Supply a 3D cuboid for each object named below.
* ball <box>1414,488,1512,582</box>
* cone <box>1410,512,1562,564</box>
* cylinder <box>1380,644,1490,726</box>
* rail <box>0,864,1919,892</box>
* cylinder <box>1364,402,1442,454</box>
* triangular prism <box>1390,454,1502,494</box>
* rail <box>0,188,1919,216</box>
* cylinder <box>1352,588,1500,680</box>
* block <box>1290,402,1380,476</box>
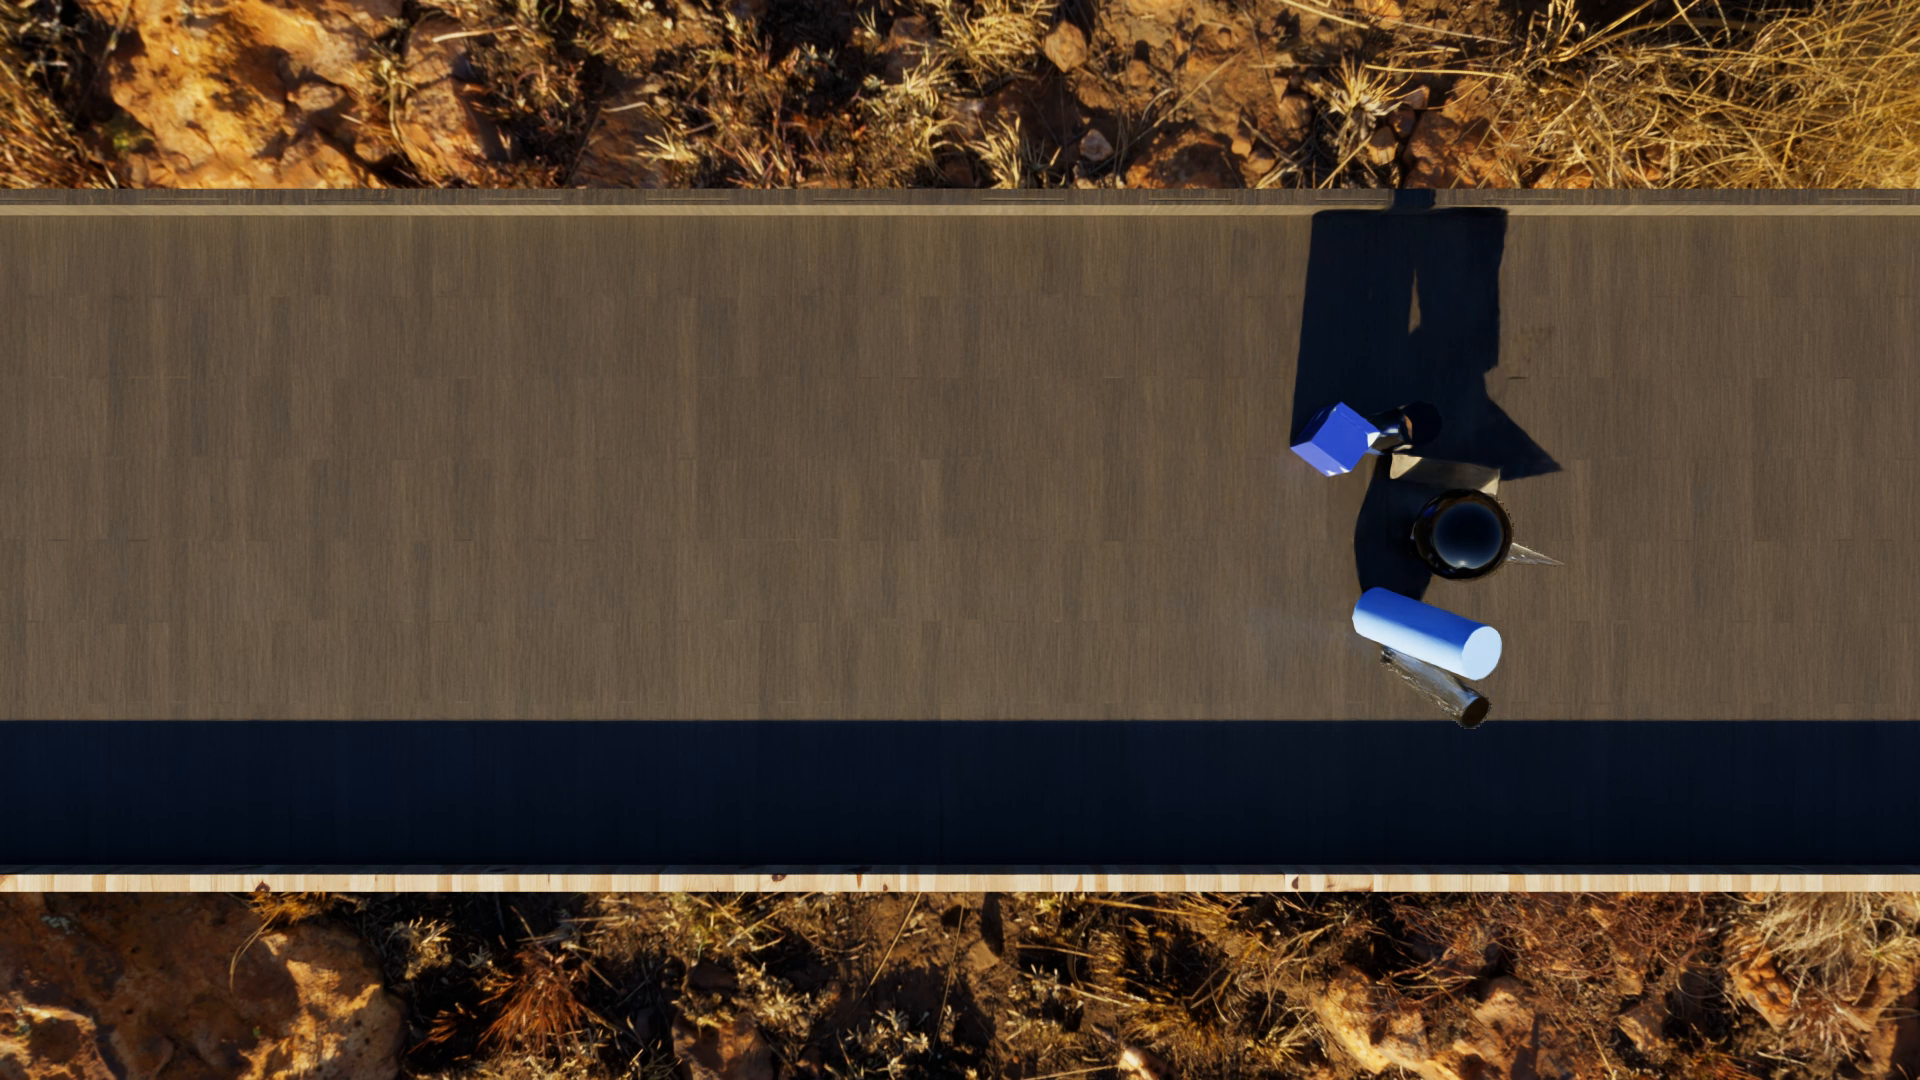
[{"bbox_3d":[1.449,-0.013,4.755,0.273,0.273,0.273,0,90,0],"label":"ball"},{"bbox_3d":[1.606,0.027,4.969,0.459,0.156,0.156,12,90,-2],"label":"cone"},{"bbox_3d":[1.407,0.419,4.905,0.100,0.361,0.100,-14,122,-24],"label":"cylinder"},{"bbox_3d":[-2.247,1.025,5.001,12.000,0.150,0.050,0,90,0],"label":"rail"},{"bbox_3d":[1.285,-0.326,4.847,0.126,0.458,0.126,0,90,0],"label":"cylinder"},{"bbox_3d":[1.457,-0.219,4.952,0.313,0.077,0.089,10,63,15],"label":"triangular prism"},{"bbox_3d":[-2.247,-1.025,5.002,12.000,0.150,0.050,0,90,0],"label":"rail"},{"bbox_3d":[1.367,0.270,4.853,0.158,0.434,0.158,-9,108,-29],"label":"cylinder"},{"bbox_3d":[1.115,-0.298,4.922,0.146,0.307,0.146,37,89,0],"label":"block"}]
